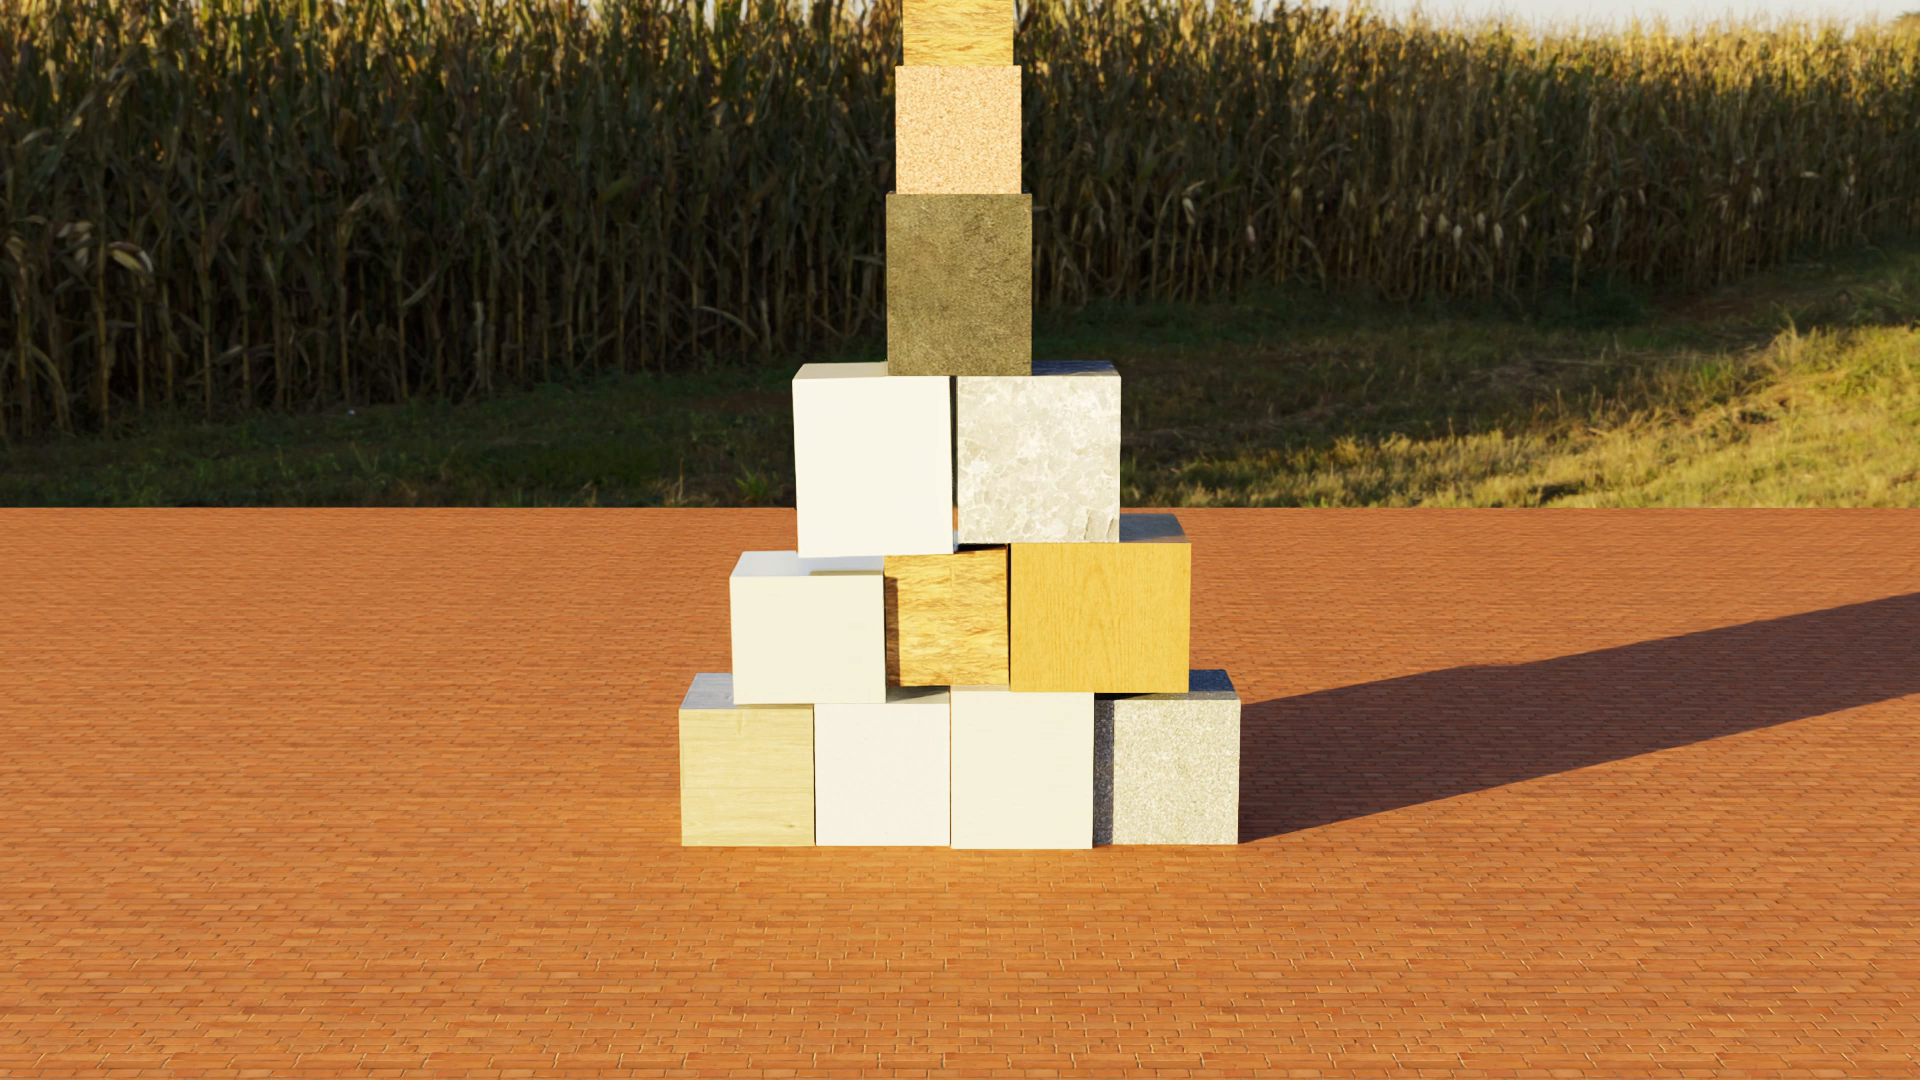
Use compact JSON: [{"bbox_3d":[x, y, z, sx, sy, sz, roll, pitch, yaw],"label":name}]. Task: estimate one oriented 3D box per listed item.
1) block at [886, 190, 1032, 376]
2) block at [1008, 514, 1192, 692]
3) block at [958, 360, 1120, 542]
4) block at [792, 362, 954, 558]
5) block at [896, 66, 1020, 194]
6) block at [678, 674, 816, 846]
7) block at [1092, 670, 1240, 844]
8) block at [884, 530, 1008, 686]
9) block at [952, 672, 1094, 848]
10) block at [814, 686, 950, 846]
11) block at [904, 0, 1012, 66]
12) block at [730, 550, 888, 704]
[{"bbox_3d":[-0.004,-1.293,10.961,0.697,0.871,0.775,0,10,0],"label":"block"},{"bbox_3d":[0.690,0.307,11.234,0.877,0.750,0.871,0,10,0],"label":"block"},{"bbox_3d":[0.383,-0.460,11.081,0.787,0.813,0.800,0,10,0],"label":"block"},{"bbox_3d":[-0.423,-0.423,11.123,0.759,0.878,0.760,-1,10,0],"label":"block"},{"bbox_3d":[-0.007,-2.011,10.798,0.596,0.600,0.601,0,10,0],"label":"block"},{"bbox_3d":[-1.068,1.125,11.396,0.666,0.709,0.761,0,10,0],"label":"block"},{"bbox_3d":[1.037,1.110,11.366,0.727,0.749,0.657,0,10,0],"label":"block"},{"bbox_3d":[-0.068,0.340,11.246,0.605,0.682,0.582,-1,10,0],"label":"block"},{"bbox_3d":[0.310,1.079,11.359,0.707,0.813,0.798,0,10,0],"label":"block"},{"bbox_3d":[-0.389,1.113,11.394,0.671,0.734,0.749,0,10,0],"label":"block"},{"bbox_3d":[-0.009,-2.602,10.694,0.522,0.600,0.506,0,10,0],"label":"block"},{"bbox_3d":[-0.755,0.435,11.267,0.756,0.645,0.689,-1,10,0],"label":"block"}]
